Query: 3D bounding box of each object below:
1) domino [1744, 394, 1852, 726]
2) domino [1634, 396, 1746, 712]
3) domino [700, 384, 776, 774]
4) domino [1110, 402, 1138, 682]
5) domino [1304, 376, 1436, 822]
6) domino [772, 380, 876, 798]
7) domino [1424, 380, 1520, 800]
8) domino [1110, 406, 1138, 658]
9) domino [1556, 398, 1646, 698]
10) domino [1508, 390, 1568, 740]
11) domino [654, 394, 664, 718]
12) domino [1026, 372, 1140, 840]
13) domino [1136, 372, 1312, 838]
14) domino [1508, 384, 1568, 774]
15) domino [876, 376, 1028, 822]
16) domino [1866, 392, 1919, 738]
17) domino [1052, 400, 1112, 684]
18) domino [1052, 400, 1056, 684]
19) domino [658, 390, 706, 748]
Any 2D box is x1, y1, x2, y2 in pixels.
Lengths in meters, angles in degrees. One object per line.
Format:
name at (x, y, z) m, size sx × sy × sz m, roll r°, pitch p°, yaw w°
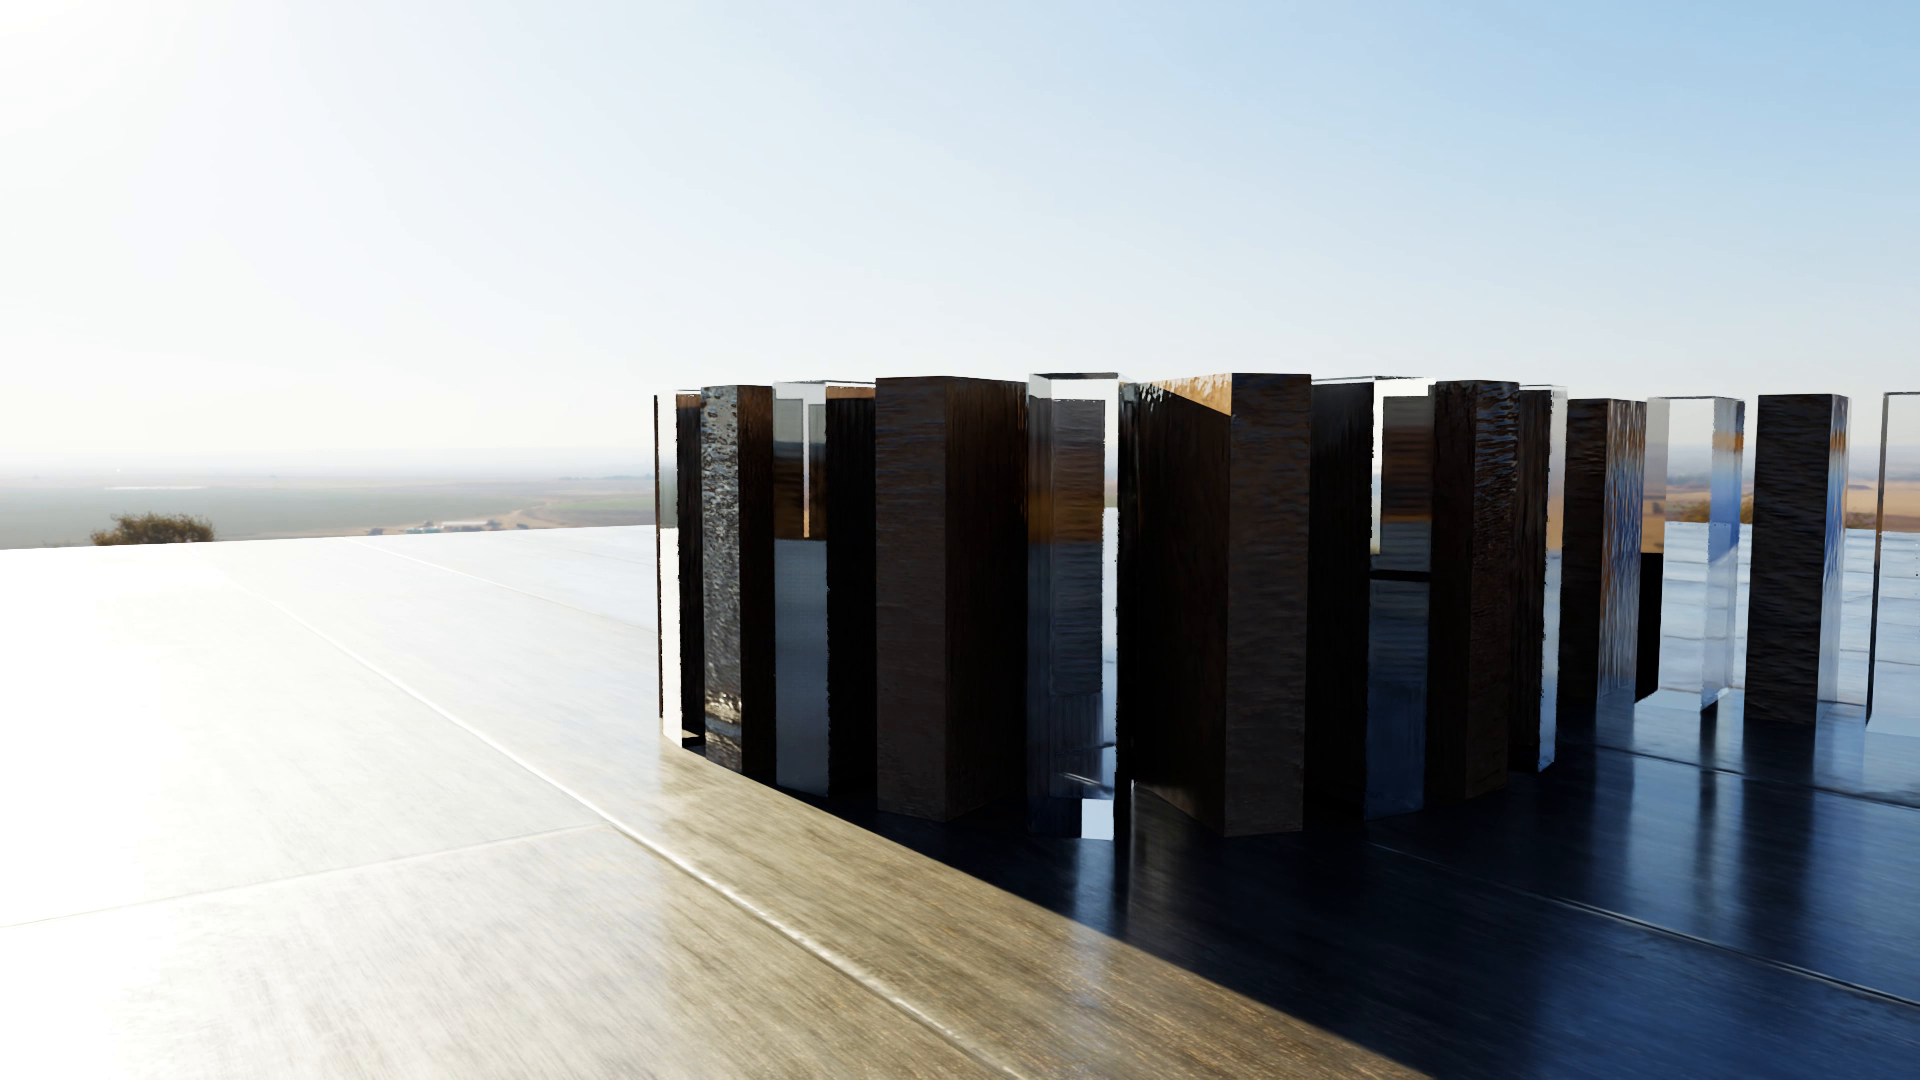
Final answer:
domino at (0.134, 0.002, 0.205) m, size 0.010 × 0.050 × 0.025 m, roll 4°, pitch 6°, yaw 40°
domino at (0.122, 0.001, 0.215) m, size 0.009 × 0.050 × 0.025 m, roll 4°, pitch 6°, yaw 41°
domino at (-0.022, 0.004, 0.176) m, size 0.025 × 0.050 × 0.009 m, roll -4°, pitch 6°, yaw -40°
domino at (0.032, 0.000, 0.240) m, size 0.009 × 0.050 × 0.025 m, roll 0°, pitch 4°, yaw -4°
domino at (0.044, 0.006, 0.156) m, size 0.010 × 0.050 × 0.025 m, roll -2°, pitch 5°, yaw -28°
domino at (-0.011, 0.005, 0.165) m, size 0.009 × 0.050 × 0.025 m, roll 4°, pitch 6°, yaw 41°
domino at (0.057, 0.005, 0.164) m, size 0.009 × 0.050 × 0.025 m, roll -3°, pitch 5°, yaw -38°
domino at (0.032, -0.002, 0.267) m, size 0.009 × 0.050 × 0.025 m, roll 1°, pitch 4°, yaw 16°
domino at (0.111, 0.001, 0.225) m, size 0.009 × 0.050 × 0.025 m, roll 4°, pitch 6°, yaw 41°
domino at (0.074, 0.003, 0.189) m, size 0.025 × 0.050 × 0.009 m, roll 1°, pitch 4°, yaw 7°
domino at (-0.034, 0.002, 0.203) m, size 0.025 × 0.050 × 0.009 m, roll 0°, pitch 4°, yaw 0°
domino at (0.015, 0.006, 0.149) m, size 0.009 × 0.050 × 0.025 m, roll 1°, pitch 4°, yaw 13°
domino at (0.030, 0.006, 0.150) m, size 0.009 × 0.050 × 0.025 m, roll -1°, pitch 4°, yaw -15°
domino at (0.067, 0.004, 0.175) m, size 0.025 × 0.050 × 0.009 m, roll 3°, pitch 5°, yaw 36°
domino at (0.001, 0.006, 0.156) m, size 0.010 × 0.050 × 0.025 m, roll 3°, pitch 5°, yaw 32°
domino at (0.146, 0.003, 0.195) m, size 0.009 × 0.050 × 0.025 m, roll 3°, pitch 5°, yaw 38°
domino at (0.018, 0.000, 0.238) m, size 0.010 × 0.050 × 0.025 m, roll -2°, pitch 5°, yaw -21°
domino at (0.004, 0.000, 0.230) m, size 0.025 × 0.050 × 0.010 m, roll 3°, pitch 5°, yaw 35°
domino at (-0.030, 0.003, 0.188) m, size 0.025 × 0.050 × 0.009 m, roll -2°, pitch 5°, yaw -28°
